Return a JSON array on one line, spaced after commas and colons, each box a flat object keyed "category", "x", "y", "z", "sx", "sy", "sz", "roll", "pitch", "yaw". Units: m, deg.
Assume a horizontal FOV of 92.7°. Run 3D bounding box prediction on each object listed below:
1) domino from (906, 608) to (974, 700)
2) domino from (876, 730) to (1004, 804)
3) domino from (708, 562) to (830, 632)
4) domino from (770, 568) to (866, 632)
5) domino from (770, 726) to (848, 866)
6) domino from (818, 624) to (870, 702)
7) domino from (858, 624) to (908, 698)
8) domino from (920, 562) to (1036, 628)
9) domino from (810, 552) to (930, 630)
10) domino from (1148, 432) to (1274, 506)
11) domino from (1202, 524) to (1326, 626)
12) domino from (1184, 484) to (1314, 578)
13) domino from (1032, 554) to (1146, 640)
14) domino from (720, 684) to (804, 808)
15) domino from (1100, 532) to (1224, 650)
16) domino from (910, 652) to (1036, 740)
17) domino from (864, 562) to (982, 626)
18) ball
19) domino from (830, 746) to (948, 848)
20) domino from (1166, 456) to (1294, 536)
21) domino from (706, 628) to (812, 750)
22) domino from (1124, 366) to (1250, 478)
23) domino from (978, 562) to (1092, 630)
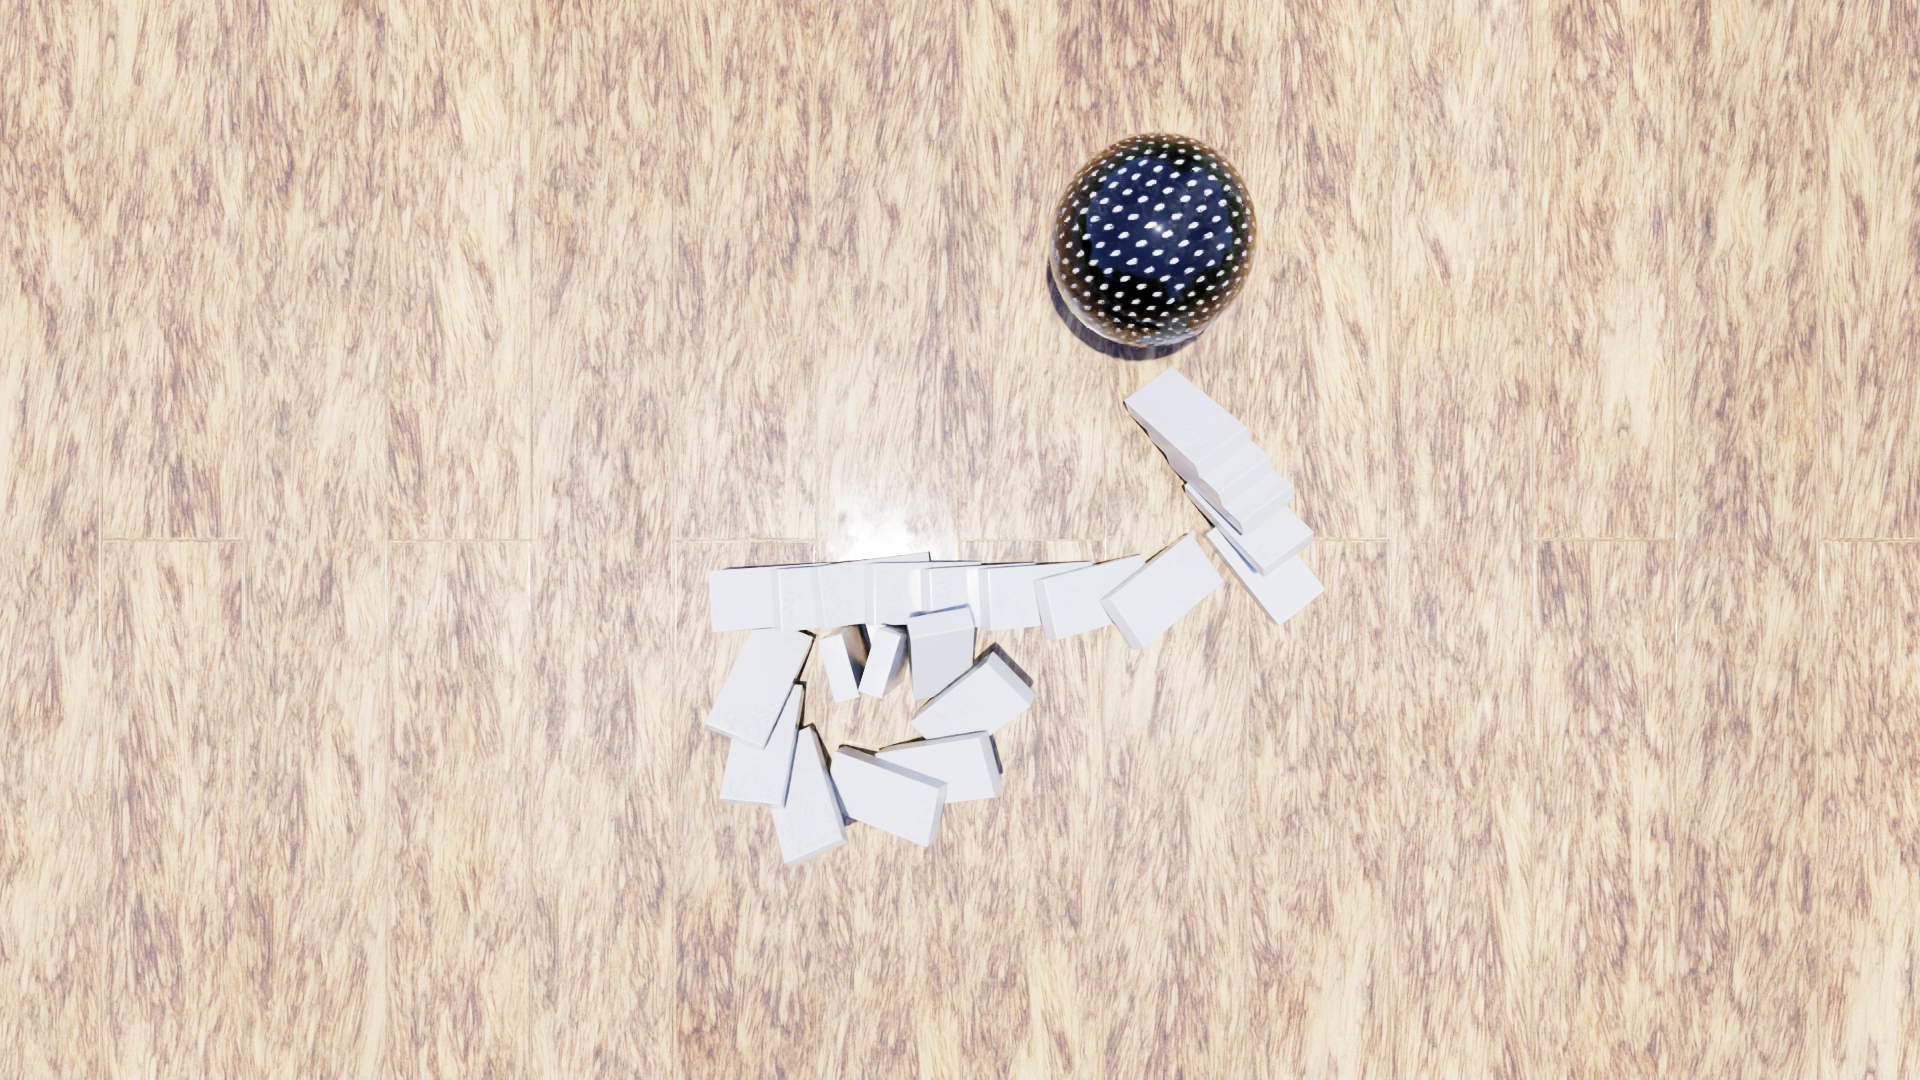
[{"category": "domino", "x": -0.008, "y": 0.047, "z": 0.376, "sx": 0.025, "sy": 0.050, "sz": 0.009, "roll": -9, "pitch": 53, "yaw": -8}, {"category": "domino", "x": -0.009, "y": 0.097, "z": 0.385, "sx": 0.050, "sy": 0.010, "sz": 0.025, "roll": -15, "pitch": 90, "yaw": 26}, {"category": "domino", "x": -0.080, "y": 0.024, "z": 0.387, "sx": 0.050, "sy": 0.010, "sz": 0.025, "roll": -4, "pitch": 84, "yaw": -18}, {"category": "domino", "x": -0.053, "y": 0.023, "z": 0.384, "sx": 0.050, "sy": 0.010, "sz": 0.025, "roll": -3, "pitch": 90, "yaw": -30}, {"category": "domino", "x": -0.066, "y": 0.107, "z": 0.383, "sx": 0.025, "sy": 0.009, "sz": 0.050, "roll": -24, "pitch": 59, "yaw": 0}, {"category": "domino", "x": -0.046, "y": 0.049, "z": 0.375, "sx": 0.010, "sy": 0.050, "sz": 0.025, "roll": -16, "pitch": 90, "yaw": 2}, {"category": "domino", "x": -0.028, "y": 0.048, "z": 0.375, "sx": 0.009, "sy": 0.050, "sz": 0.025, "roll": 17, "pitch": 90, "yaw": 6}, {"category": "domino", "x": 0.009, "y": 0.023, "z": 0.384, "sx": 0.050, "sy": 0.010, "sz": 0.025, "roll": -3, "pitch": 90, "yaw": -27}, {"category": "domino", "x": -0.036, "y": 0.020, "z": 0.382, "sx": 0.050, "sy": 0.010, "sz": 0.025, "roll": -8, "pitch": 92, "yaw": -30}, {"category": "domino", "x": 0.103, "y": -0.038, "z": 0.380, "sx": 0.025, "sy": 0.009, "sz": 0.050, "roll": -36, "pitch": 49, "yaw": 0}, {"category": "domino", "x": 0.131, "y": 0.009, "z": 0.395, "sx": 0.025, "sy": 0.009, "sz": 0.050, "roll": -38, "pitch": 90, "yaw": 0}, {"category": "domino", "x": 0.120, "y": -0.011, "z": 0.384, "sx": 0.025, "sy": 0.009, "sz": 0.050, "roll": -36, "pitch": 60, "yaw": 0}, {"category": "domino", "x": 0.057, "y": 0.024, "z": 0.385, "sx": 0.050, "sy": 0.010, "sz": 0.025, "roll": -13, "pitch": 90, "yaw": -25}, {"category": "domino", "x": -0.082, "y": 0.085, "z": 0.384, "sx": 0.025, "sy": 0.010, "sz": 0.050, "roll": 6, "pitch": 63, "yaw": 0}, {"category": "domino", "x": 0.085, "y": 0.021, "z": 0.386, "sx": 0.050, "sy": 0.009, "sz": 0.025, "roll": -35, "pitch": 91, "yaw": -23}, {"category": "domino", "x": 0.005, "y": 0.070, "z": 0.382, "sx": 0.025, "sy": 0.010, "sz": 0.050, "roll": 45, "pitch": 121, "yaw": -4}, {"category": "domino", "x": -0.015, "y": 0.022, "z": 0.383, "sx": 0.050, "sy": 0.010, "sz": 0.025, "roll": 0, "pitch": 89, "yaw": -30}, {"category": "ball", "x": 0.075, "y": -0.116, "z": 0.360, "sx": 0.080, "sy": 0.080, "sz": 0.080, "roll": 0, "pitch": 90, "yaw": 0}, {"category": "domino", "x": -0.032, "y": 0.107, "z": 0.385, "sx": 0.050, "sy": 0.010, "sz": 0.025, "roll": 14, "pitch": 97, "yaw": 23}, {"category": "domino", "x": 0.111, "y": -0.027, "z": 0.380, "sx": 0.025, "sy": 0.010, "sz": 0.050, "roll": -36, "pitch": 49, "yaw": 0}, {"category": "domino", "x": -0.084, "y": 0.060, "z": 0.385, "sx": 0.025, "sy": 0.010, "sz": 0.050, "roll": 22, "pitch": 64, "yaw": 0}, {"category": "domino", "x": 0.093, "y": -0.050, "z": 0.380, "sx": 0.025, "sy": 0.009, "sz": 0.050, "roll": -36, "pitch": 49, "yaw": 0}, {"category": "domino", "x": 0.033, "y": 0.023, "z": 0.385, "sx": 0.050, "sy": 0.010, "sz": 0.025, "roll": -3, "pitch": 90, "yaw": -25}]
